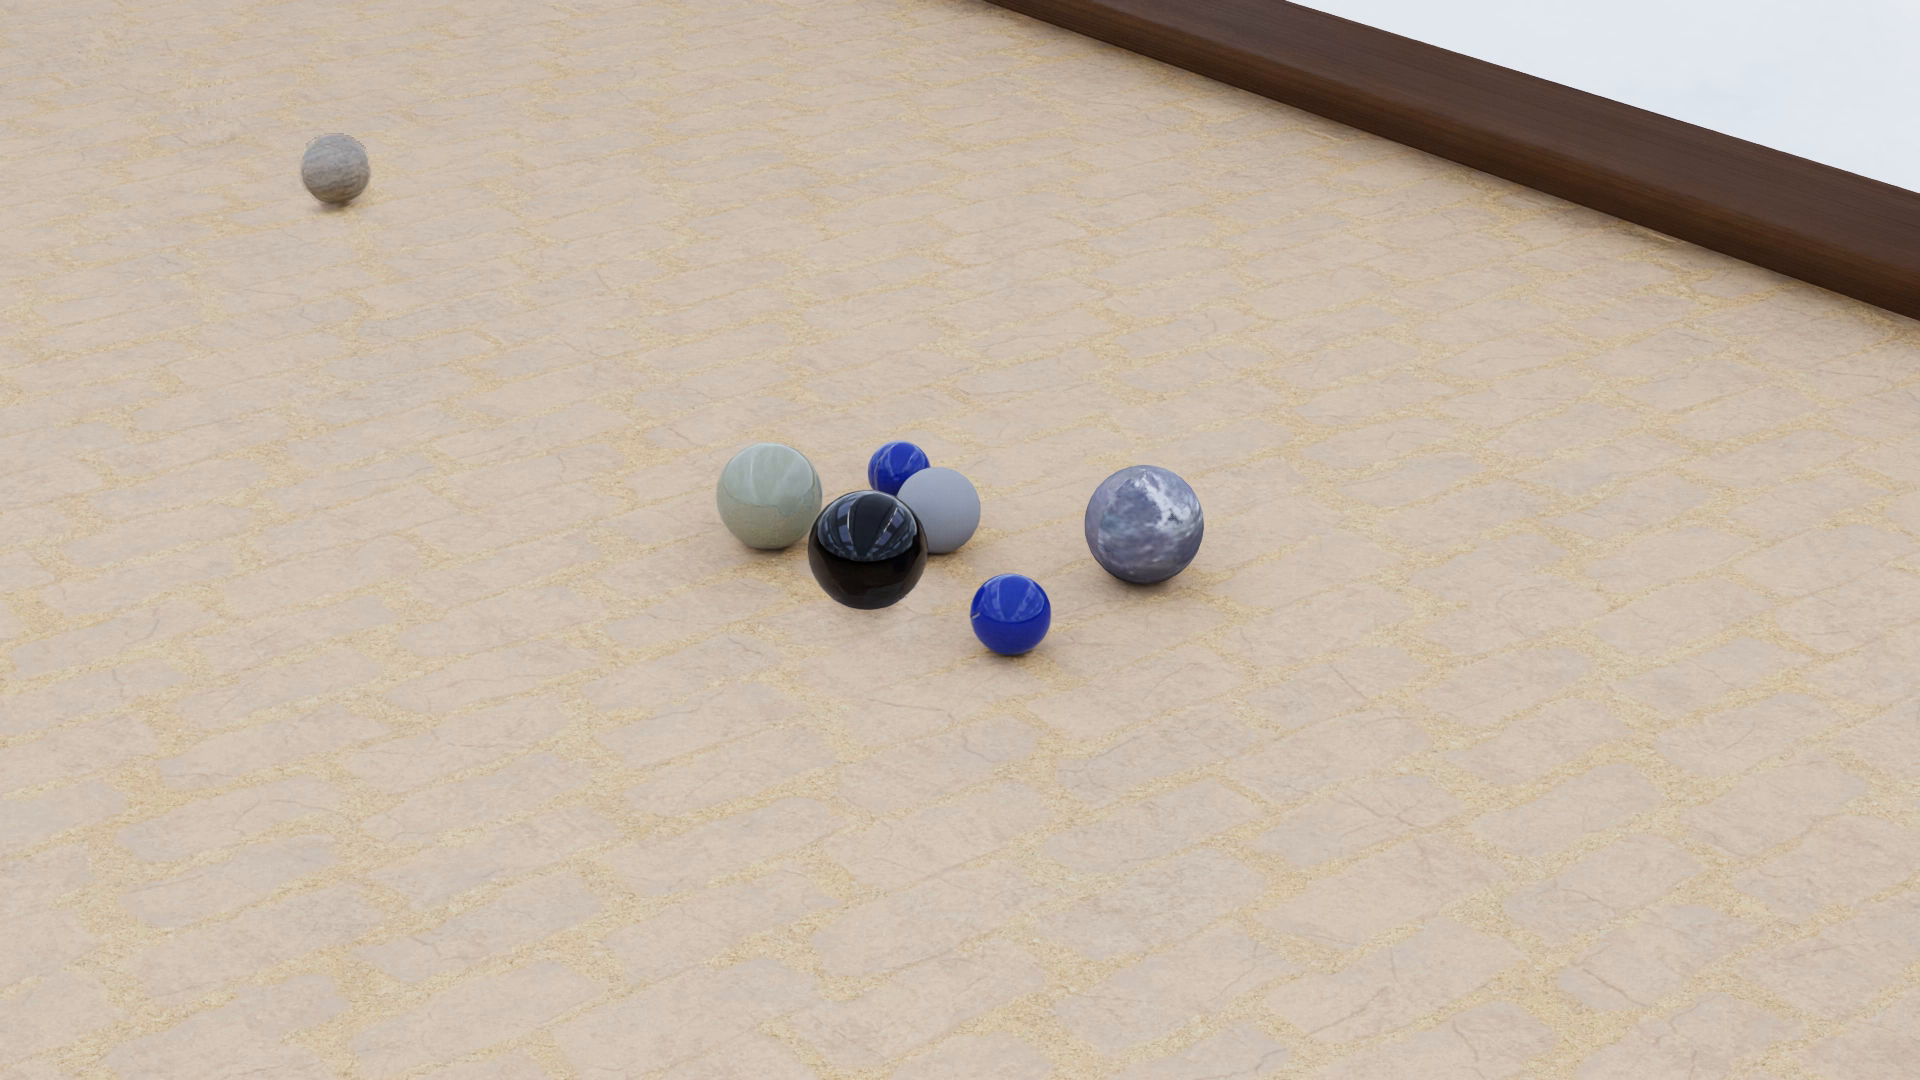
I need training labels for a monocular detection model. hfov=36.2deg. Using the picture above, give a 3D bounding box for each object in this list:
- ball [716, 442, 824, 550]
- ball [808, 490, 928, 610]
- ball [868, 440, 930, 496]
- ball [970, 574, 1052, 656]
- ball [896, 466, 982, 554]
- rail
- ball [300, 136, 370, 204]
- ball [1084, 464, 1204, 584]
[{"bbox_3d":[-0.142,-0.033,2.200,0.080,0.080,0.080,0,25,0],"label":"ball"},{"bbox_3d":[-0.066,0.007,2.107,0.086,0.086,0.086,0,25,0],"label":"ball"},{"bbox_3d":[-0.047,-0.052,2.277,0.050,0.050,0.050,0,25,0],"label":"ball"},{"bbox_3d":[0.035,0.052,2.046,0.057,0.057,0.057,0,25,0],"label":"ball"},{"bbox_3d":[-0.017,-0.022,2.195,0.065,0.065,0.065,0,25,0],"label":"ball"},{"bbox_3d":[0.201,-0.609,3.387,0.045,0.113,3.961,-18,30,-33],"label":"rail"},{"bbox_3d":[-0.623,-0.369,2.931,0.068,0.068,0.068,0,25,0],"label":"ball"},{"bbox_3d":[0.134,-0.011,2.144,0.087,0.087,0.087,0,25,0],"label":"ball"}]
